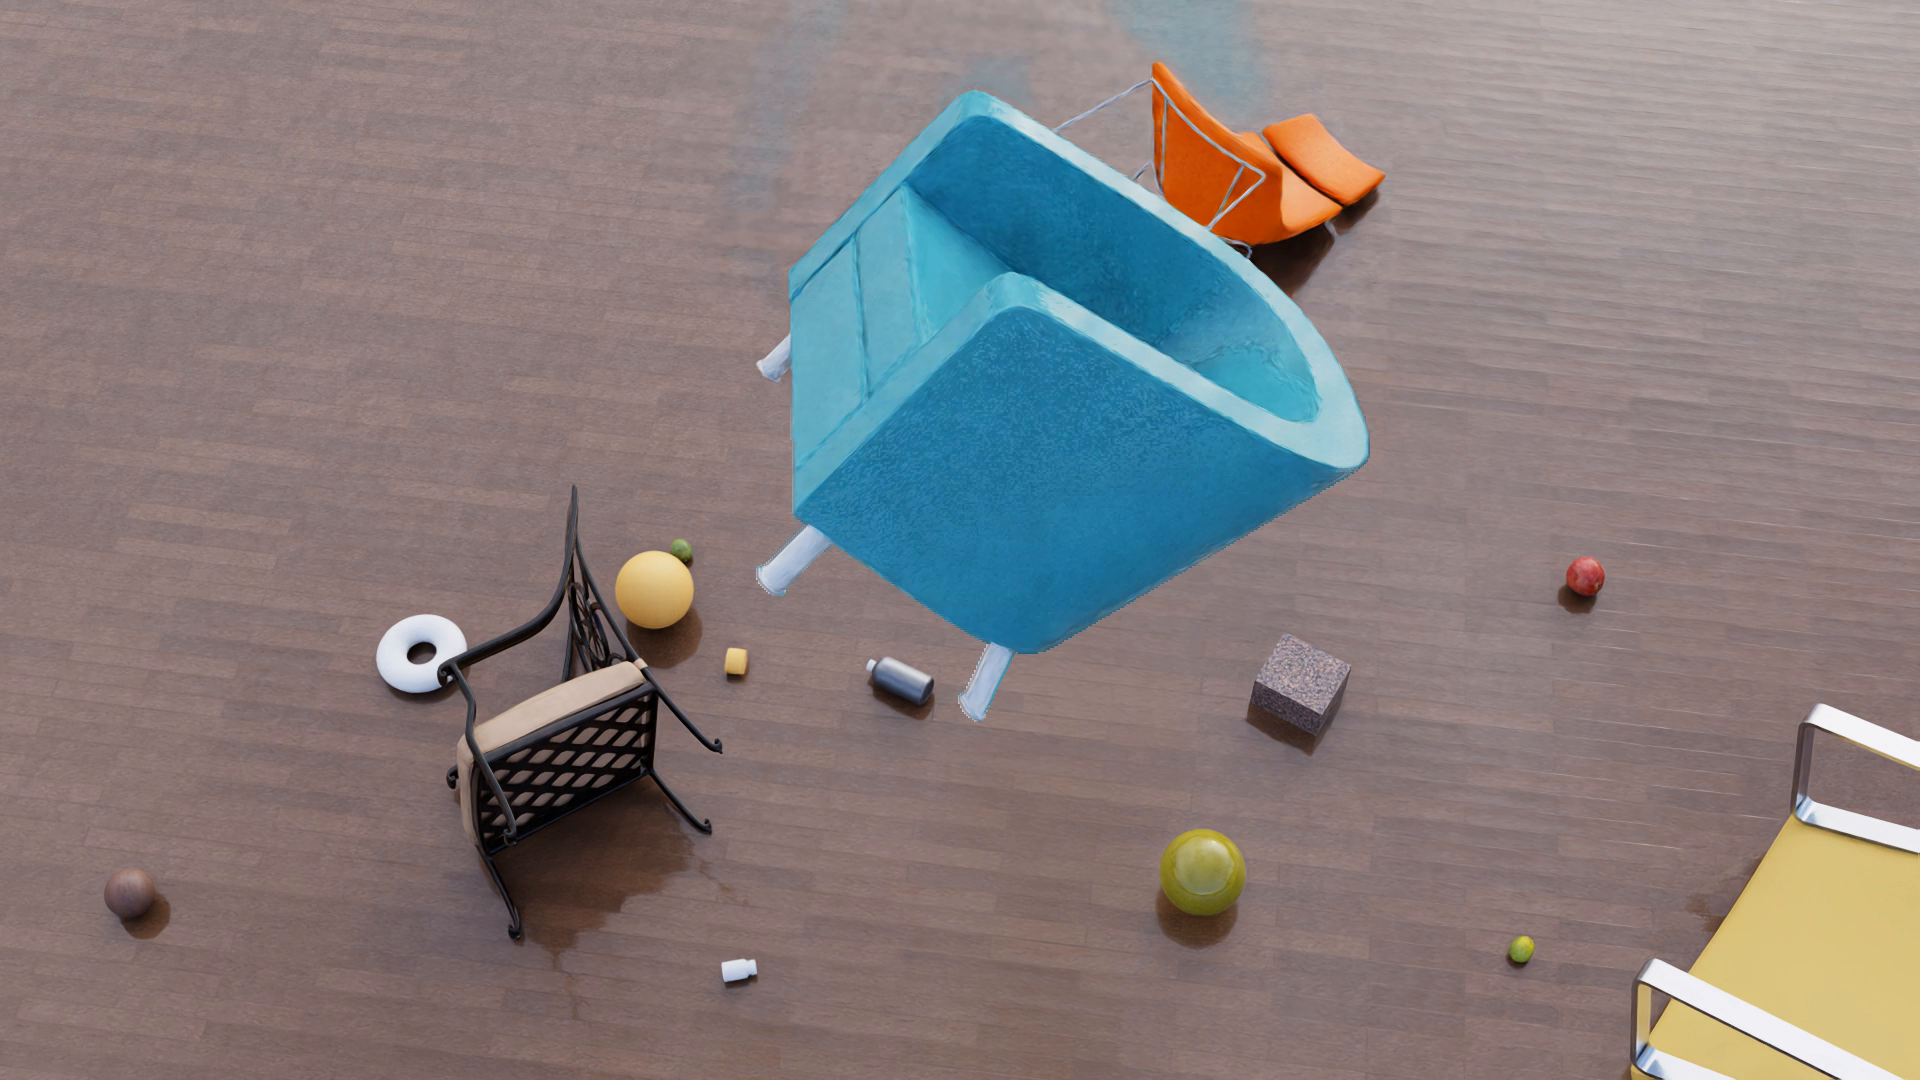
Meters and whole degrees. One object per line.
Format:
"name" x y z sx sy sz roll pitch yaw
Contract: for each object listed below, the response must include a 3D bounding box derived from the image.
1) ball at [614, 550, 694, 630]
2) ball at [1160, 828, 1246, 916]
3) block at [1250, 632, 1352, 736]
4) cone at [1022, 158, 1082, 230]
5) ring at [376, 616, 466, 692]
"ball" -0.881 0.144 6.341 0.226 0.226 0.226 0 56 0
"ball" 0.645 0.883 5.843 0.230 0.230 0.230 0 56 0
"block" 0.965 0.407 6.227 0.211 0.122 0.186 27 60 17
"cone" 0.350 -1.116 7.271 0.229 0.184 0.217 -24 83 -35
"ring" -1.546 0.326 6.316 0.258 0.067 0.256 17 57 12
